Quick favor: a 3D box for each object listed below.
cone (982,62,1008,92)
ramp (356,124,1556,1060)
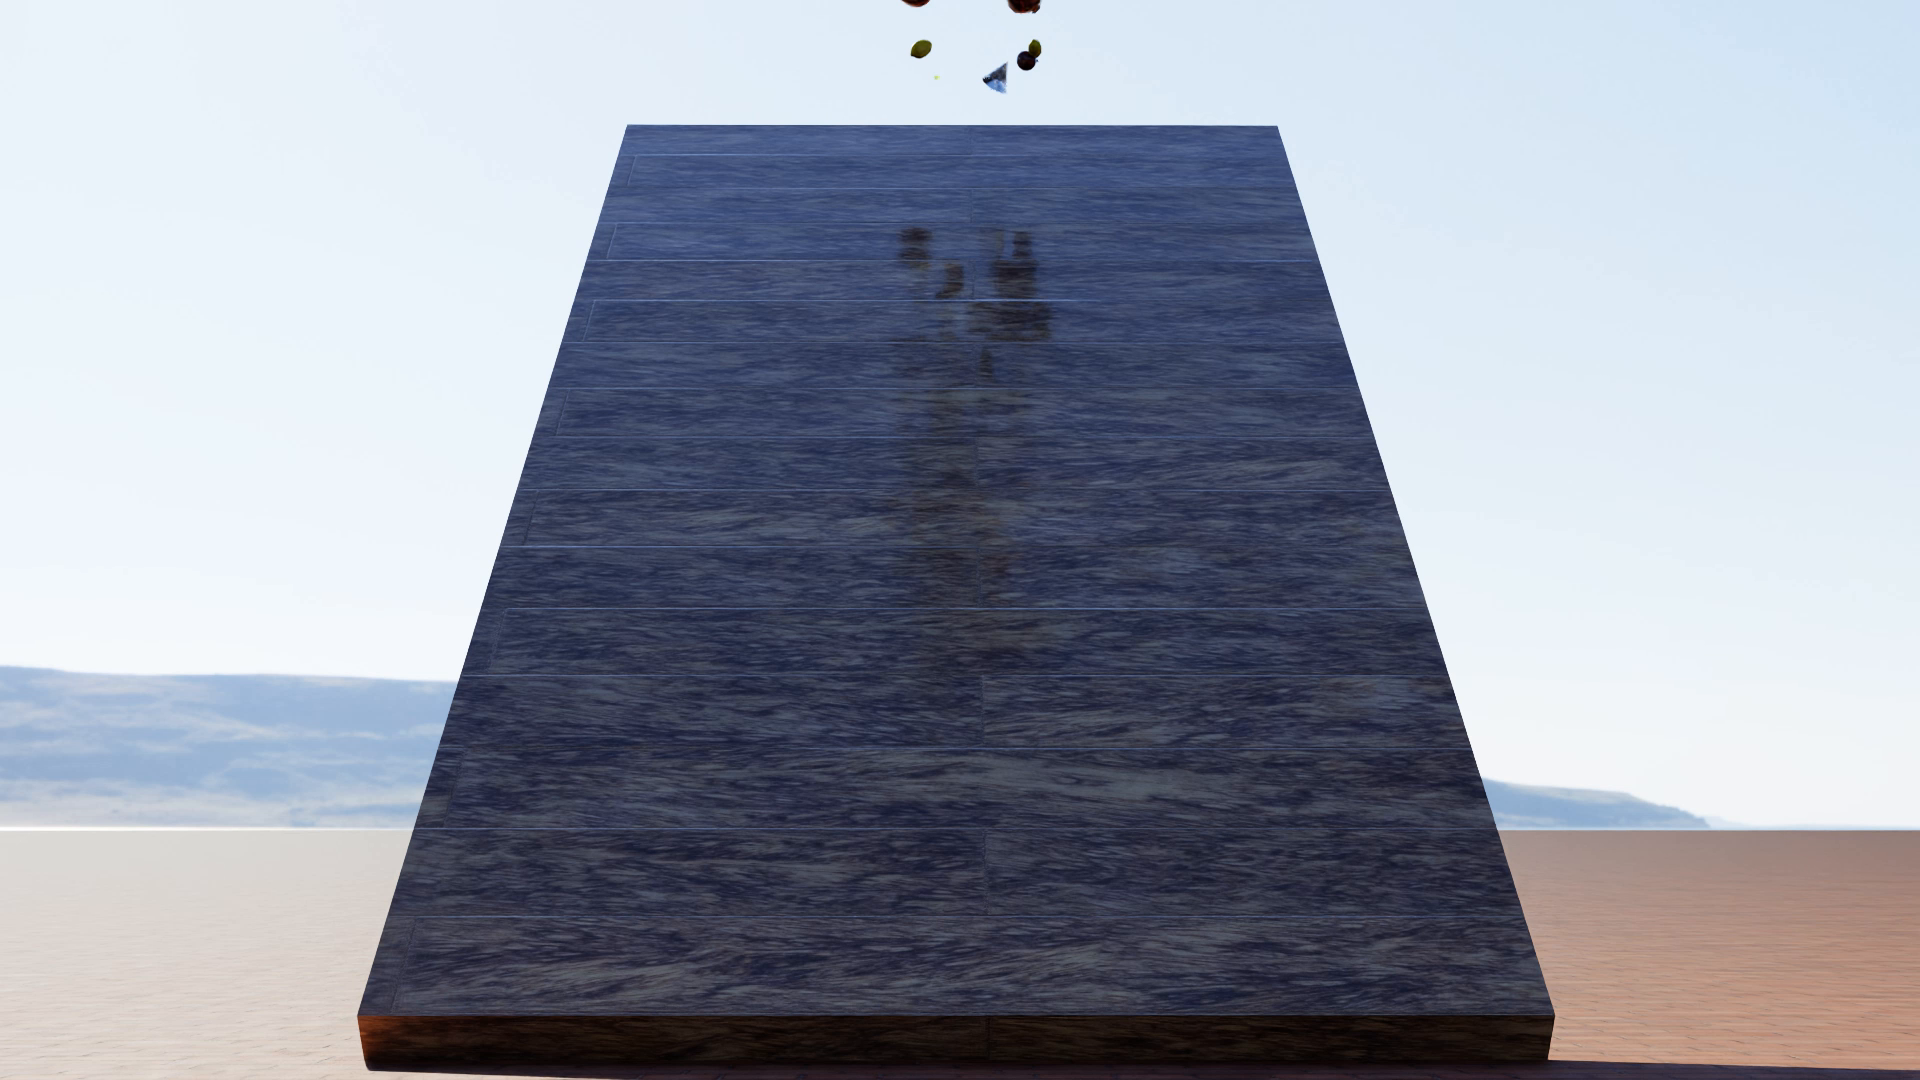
[{"bbox_3d":[0.121,-1.370,7.139,0.082,0.082,0.082,27,-13,7],"label":"cone"},{"bbox_3d":[-0.014,-0.199,5.797,2.000,0.100,4.000,0,31,0],"label":"ramp"}]
